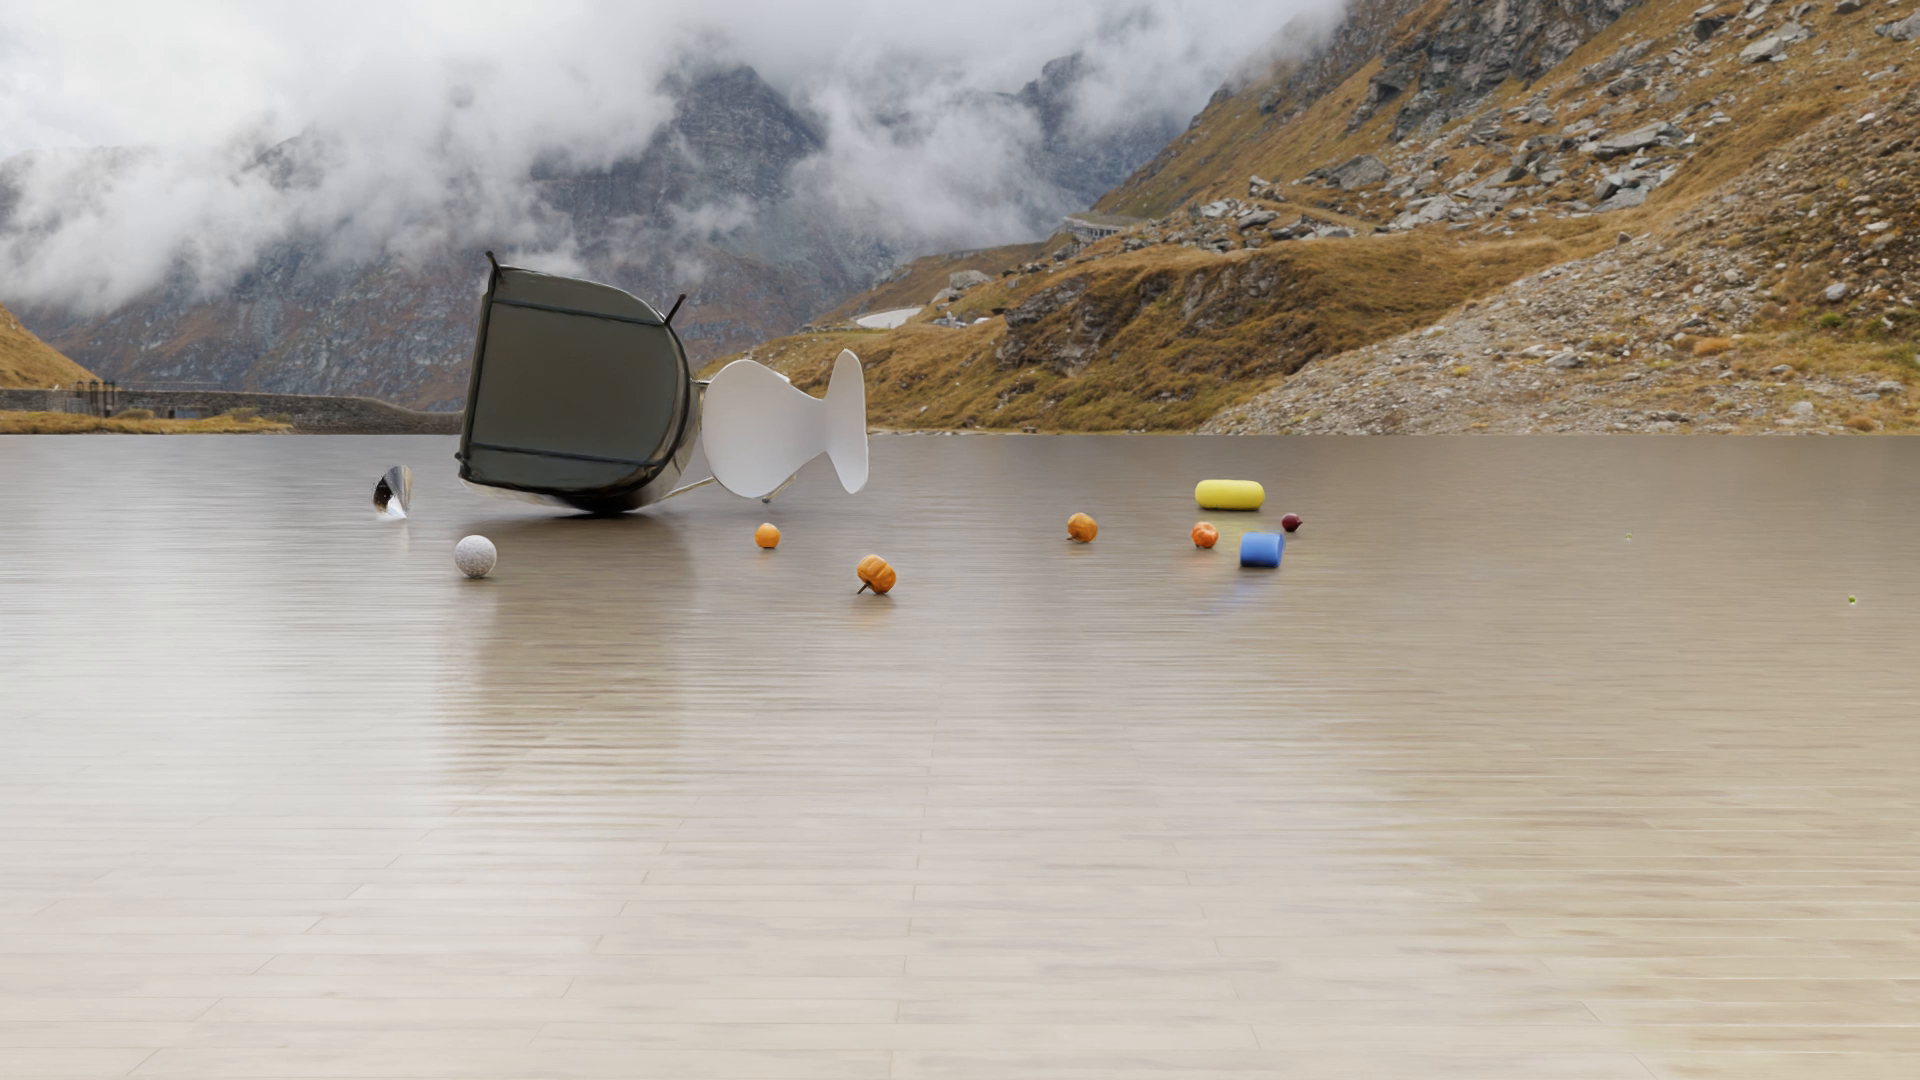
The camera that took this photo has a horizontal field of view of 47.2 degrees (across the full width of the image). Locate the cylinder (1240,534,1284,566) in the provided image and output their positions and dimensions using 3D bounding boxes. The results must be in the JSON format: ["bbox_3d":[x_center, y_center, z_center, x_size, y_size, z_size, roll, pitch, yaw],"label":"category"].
[{"bbox_3d":[0.766,0.025,5.583,0.093,0.068,0.102,1,40,18],"label":"cylinder"}]

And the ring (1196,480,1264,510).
[{"bbox_3d":[1.015,-0.170,8.280,0.235,0.105,0.405,0,3,-13],"label":"ring"}]

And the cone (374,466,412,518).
[{"bbox_3d":[-1.979,-0.129,7.767,0.119,0.202,0.215,20,18,-35],"label":"cone"}]

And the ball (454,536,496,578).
[{"bbox_3d":[-1.156,0.039,5.245,0.101,0.101,0.101,0,4,0],"label":"ball"}]
